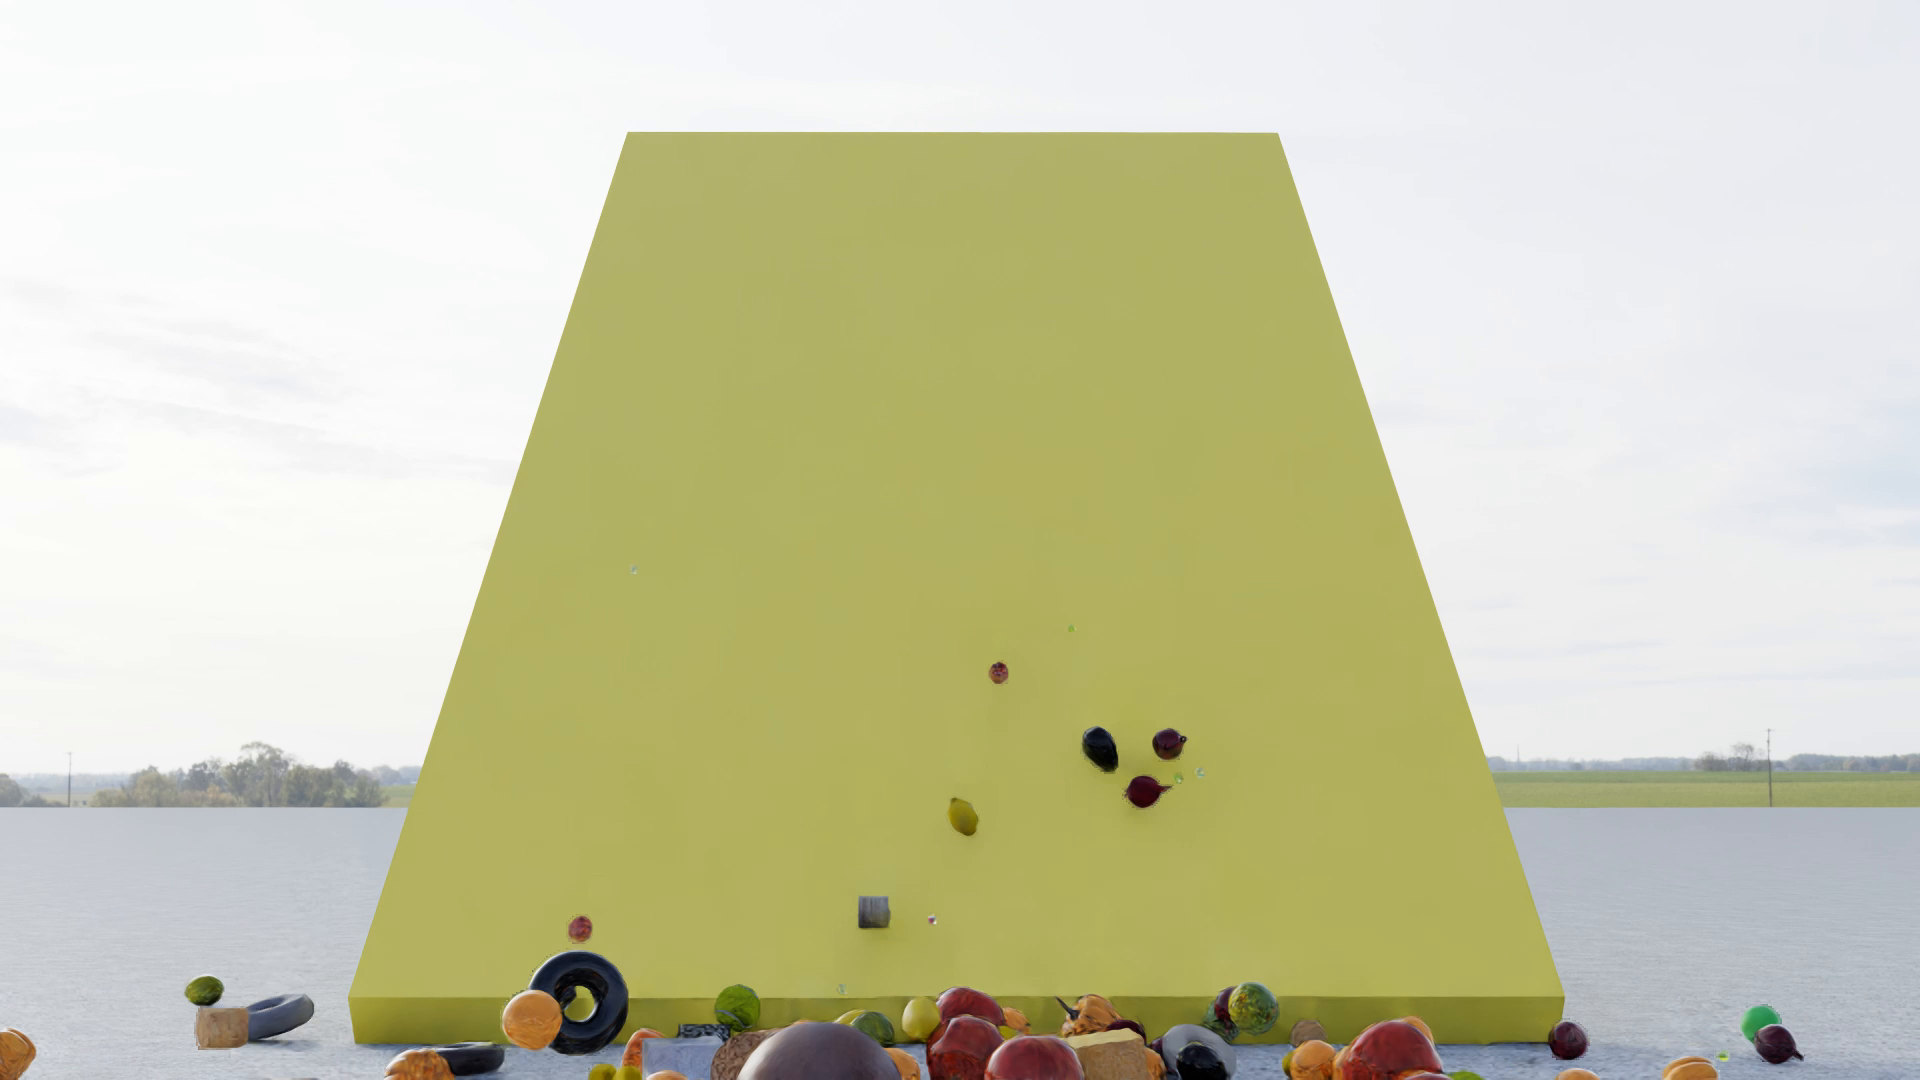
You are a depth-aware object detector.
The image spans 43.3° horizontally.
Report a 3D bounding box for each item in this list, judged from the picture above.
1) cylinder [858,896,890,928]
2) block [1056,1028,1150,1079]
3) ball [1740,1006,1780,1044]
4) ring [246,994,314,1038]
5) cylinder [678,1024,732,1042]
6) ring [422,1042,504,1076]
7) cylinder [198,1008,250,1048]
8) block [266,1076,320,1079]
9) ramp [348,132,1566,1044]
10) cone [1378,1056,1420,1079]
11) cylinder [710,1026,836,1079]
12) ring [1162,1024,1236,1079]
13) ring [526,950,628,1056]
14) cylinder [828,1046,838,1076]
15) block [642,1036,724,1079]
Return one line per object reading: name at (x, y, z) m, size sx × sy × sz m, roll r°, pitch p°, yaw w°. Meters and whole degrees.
cylinder at (-0.147, 0.634, 4.118) m, size 0.052 × 0.052 × 0.052 m, roll 0°, pitch -6°, yaw -1°
block at (0.182, 0.678, 3.057) m, size 0.095 × 0.095 × 0.095 m, roll -7°, pitch -3°, yaw -8°
ball at (1.324, 0.803, 3.998) m, size 0.063 × 0.063 × 0.063 m, roll 0°, pitch -6°, yaw 0°
ring at (-1.161, 0.805, 4.084) m, size 0.139 × 0.046 × 0.139 m, roll -13°, pitch 4°, yaw 1°
cylinder at (-0.365, 0.727, 3.443) m, size 0.072 × 0.072 × 0.072 m, roll 3°, pitch -7°, yaw -10°
ring at (-0.737, 0.769, 3.584) m, size 0.122 × 0.041 × 0.122 m, roll -3°, pitch -6°, yaw 0°
cylinder at (-1.080, 0.715, 3.542) m, size 0.058 × 0.058 × 0.058 m, roll 6°, pitch -8°, yaw -36°
block at (-0.808, 0.684, 2.911) m, size 0.063 × 0.063 × 0.063 m, roll 1°, pitch -3°, yaw -9°
ramp at (-0.013, -0.209, 5.726) m, size 2.000 × 0.100 × 4.000 m, roll 0°, pitch 30°, yaw 0°
cone at (0.574, 0.739, 3.253) m, size 0.067 × 0.067 × 0.067 m, roll 6°, pitch -35°, yaw -43°
cylinder at (-0.194, 0.556, 2.507) m, size 0.095 × 0.095 × 0.095 m, roll -3°, pitch -7°, yaw 27°
ring at (0.341, 0.735, 3.451) m, size 0.113 × 0.038 × 0.113 m, roll 18°, pitch 23°, yaw -8°
ring at (-0.522, 0.632, 3.301) m, size 0.143 × 0.143 × 0.048 m, roll 3°, pitch -16°, yaw -23°
cylinder at (-0.220, 0.718, 3.284) m, size 0.078 × 0.078 × 0.078 m, roll 5°, pitch -8°, yaw -39°
block at (-0.352, 0.687, 3.076) m, size 0.096 × 0.096 × 0.096 m, roll 1°, pitch -6°, yaw -12°
